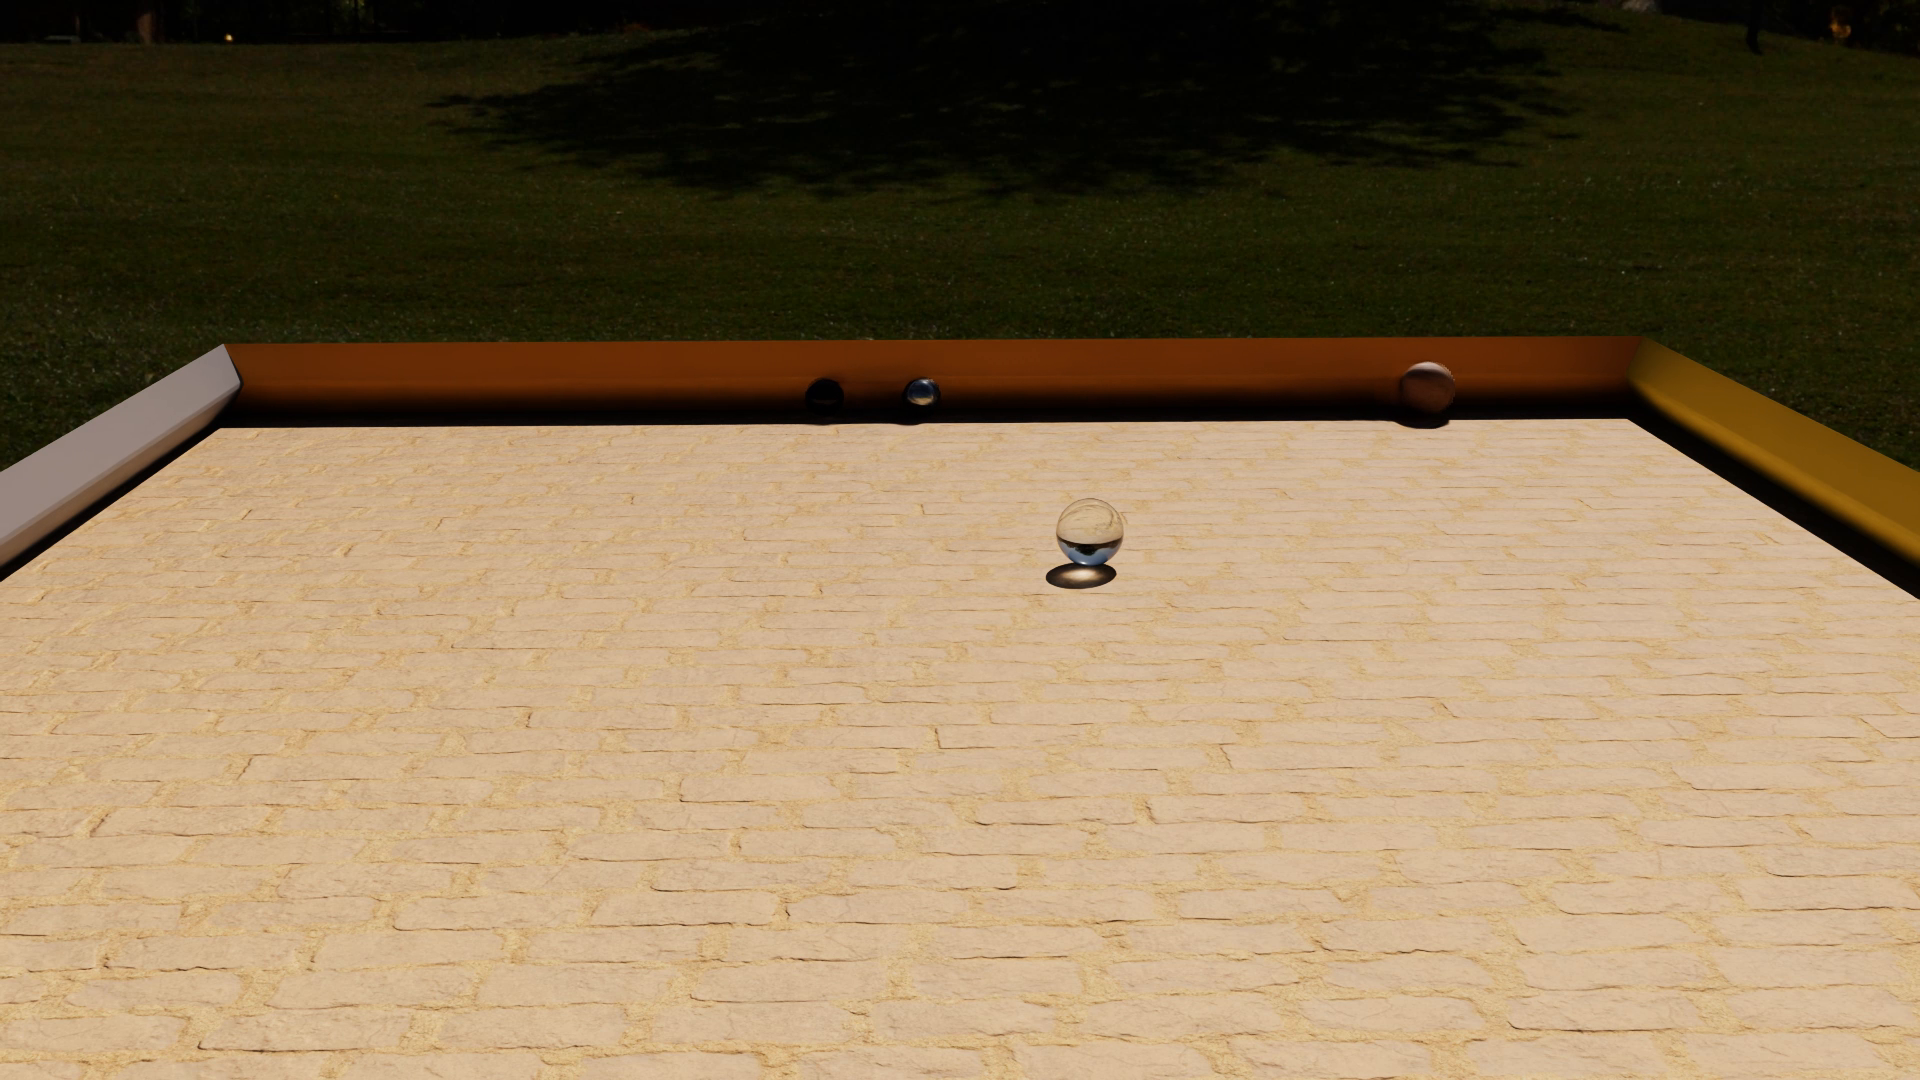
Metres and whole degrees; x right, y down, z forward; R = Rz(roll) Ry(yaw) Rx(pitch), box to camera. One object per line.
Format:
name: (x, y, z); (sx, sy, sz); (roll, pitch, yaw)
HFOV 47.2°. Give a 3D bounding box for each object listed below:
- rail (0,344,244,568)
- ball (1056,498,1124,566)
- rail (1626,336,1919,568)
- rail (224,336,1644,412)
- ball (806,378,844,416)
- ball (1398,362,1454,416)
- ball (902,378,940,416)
rail: (-1.233, 0.264, 1.860); (0.045, 0.125, 4.371); (0, 15, -2)
ball: (0.175, -0.010, 2.969); (0.092, 0.092, 0.092); (0, 15, 0)
rail: (1.304, 0.243, 1.939); (0.045, 0.125, 4.371); (0, 15, -2)
rail: (-0.035, -0.297, 3.989); (2.585, 0.125, 0.045); (0, 15, -2)
ball: (-0.241, -0.255, 3.946); (0.067, 0.067, 0.067); (0, 15, 0)
ball: (0.838, -0.272, 3.954); (0.096, 0.096, 0.096); (0, 15, 0)
ball: (-0.071, -0.256, 3.952); (0.067, 0.067, 0.067); (0, 15, 0)
